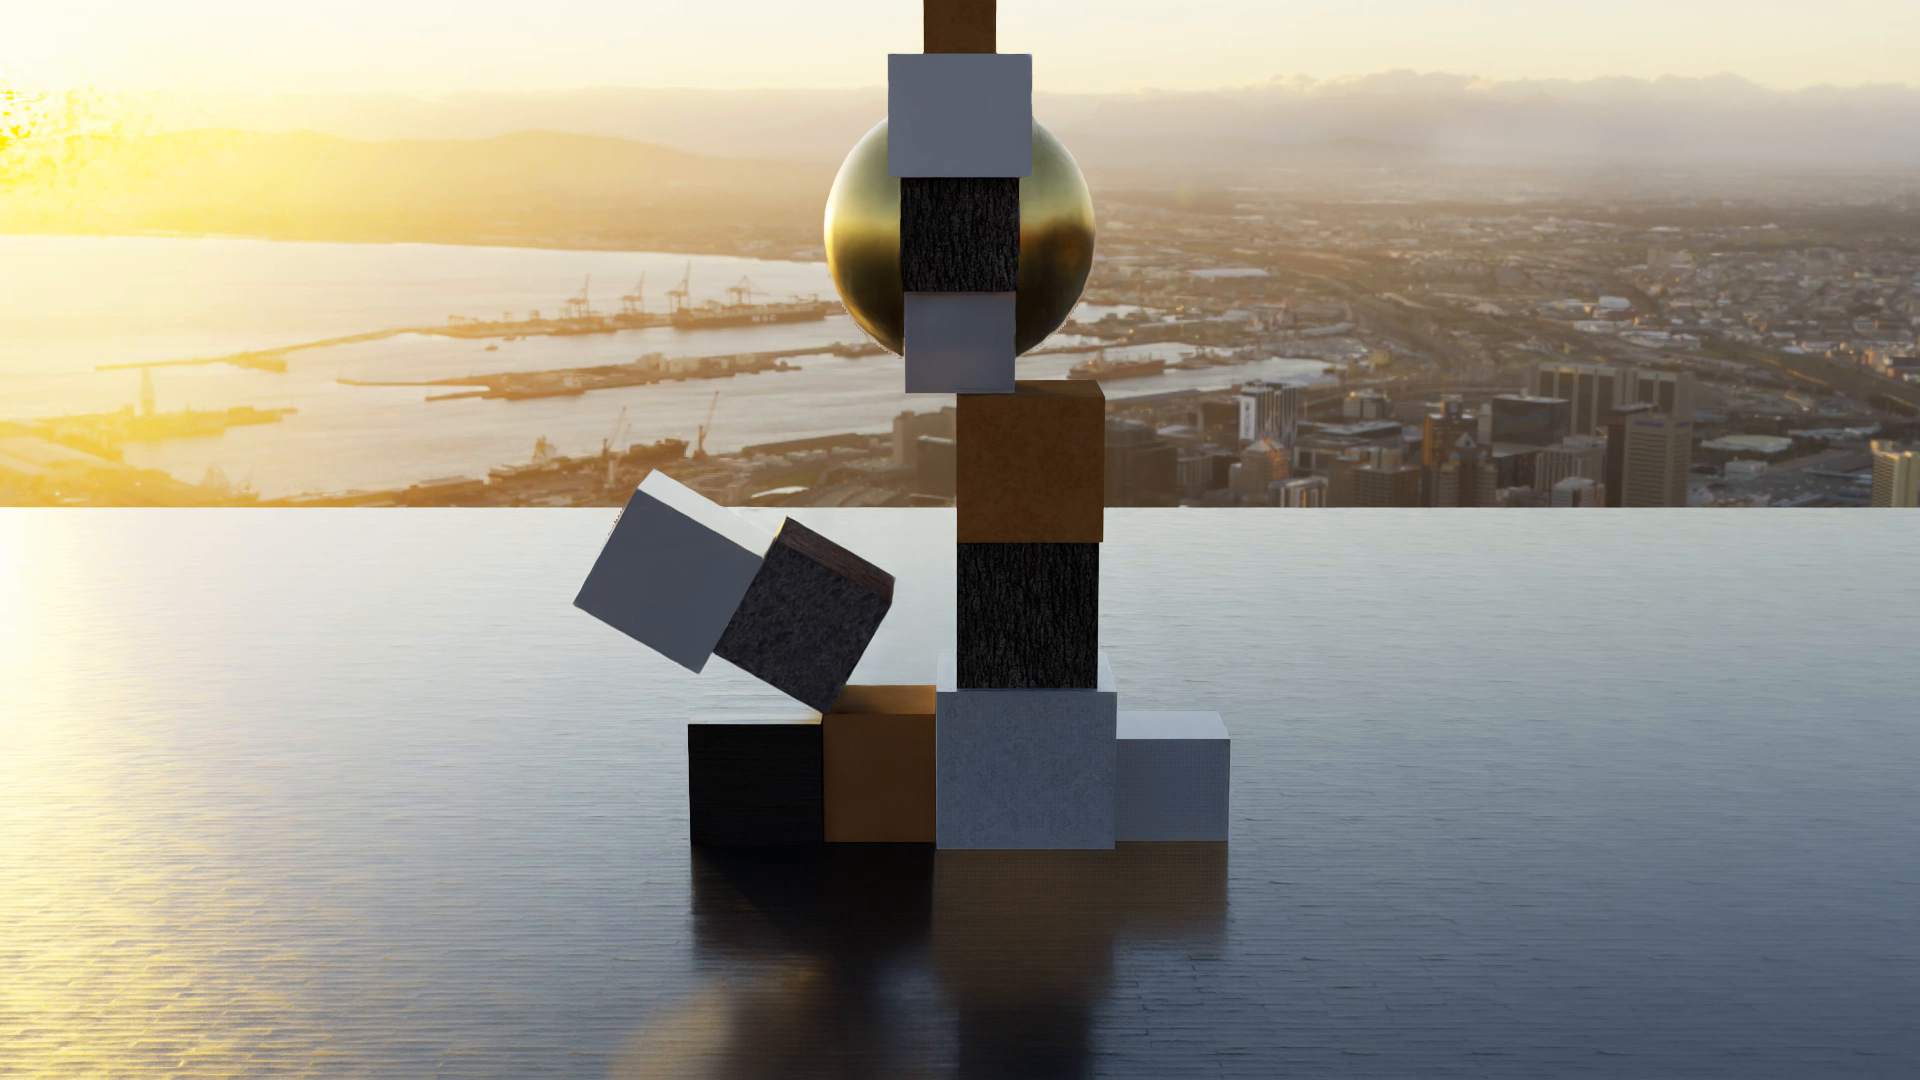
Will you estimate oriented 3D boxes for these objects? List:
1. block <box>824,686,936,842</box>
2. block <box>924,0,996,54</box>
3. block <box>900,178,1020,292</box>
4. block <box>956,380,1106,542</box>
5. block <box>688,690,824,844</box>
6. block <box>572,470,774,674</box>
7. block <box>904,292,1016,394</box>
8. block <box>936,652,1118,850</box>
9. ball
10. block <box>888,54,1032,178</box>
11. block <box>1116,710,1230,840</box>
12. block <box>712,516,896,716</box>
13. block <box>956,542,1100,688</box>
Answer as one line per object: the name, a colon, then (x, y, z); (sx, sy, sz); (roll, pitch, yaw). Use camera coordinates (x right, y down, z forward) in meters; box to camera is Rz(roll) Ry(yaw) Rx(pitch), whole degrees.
block: (-0.407, 1.148, 11.383); (0.562, 0.668, 0.597); (0, 10, 0)
block: (0.000, -2.563, 10.703); (0.353, 0.407, 0.398); (0, 10, 0)
block: (0.000, -1.525, 10.894); (0.571, 0.548, 0.551); (0, 10, 0)
block: (0.343, -0.409, 11.101); (0.721, 0.719, 0.764); (0, 10, 0)
block: (-1.030, 1.169, 11.379); (0.664, 0.629, 0.672); (0, 10, 0)
block: (-1.446, 0.151, 11.203); (0.719, 0.677, 0.643); (30, 9, -5)
block: (0.000, -1.011, 11.003); (0.538, 0.501, 0.496); (0, 10, 0)
block: (0.331, 1.076, 11.373); (0.894, 0.814, 0.842); (0, 10, 0)
ball: (0.000, -1.804, 12.961); (1.600, 1.600, 1.600); (0, 10, 0)
block: (0.000, -2.079, 10.796); (0.684, 0.578, 0.693); (0, 10, 0)
block: (1.075, 1.215, 11.388); (0.574, 0.535, 0.550); (0, 10, 0)
block: (-0.786, 0.376, 11.257); (0.654, 0.658, 0.696); (29, 9, -5)
block: (0.334, 0.310, 11.233); (0.702, 0.743, 0.705); (0, 10, 0)
